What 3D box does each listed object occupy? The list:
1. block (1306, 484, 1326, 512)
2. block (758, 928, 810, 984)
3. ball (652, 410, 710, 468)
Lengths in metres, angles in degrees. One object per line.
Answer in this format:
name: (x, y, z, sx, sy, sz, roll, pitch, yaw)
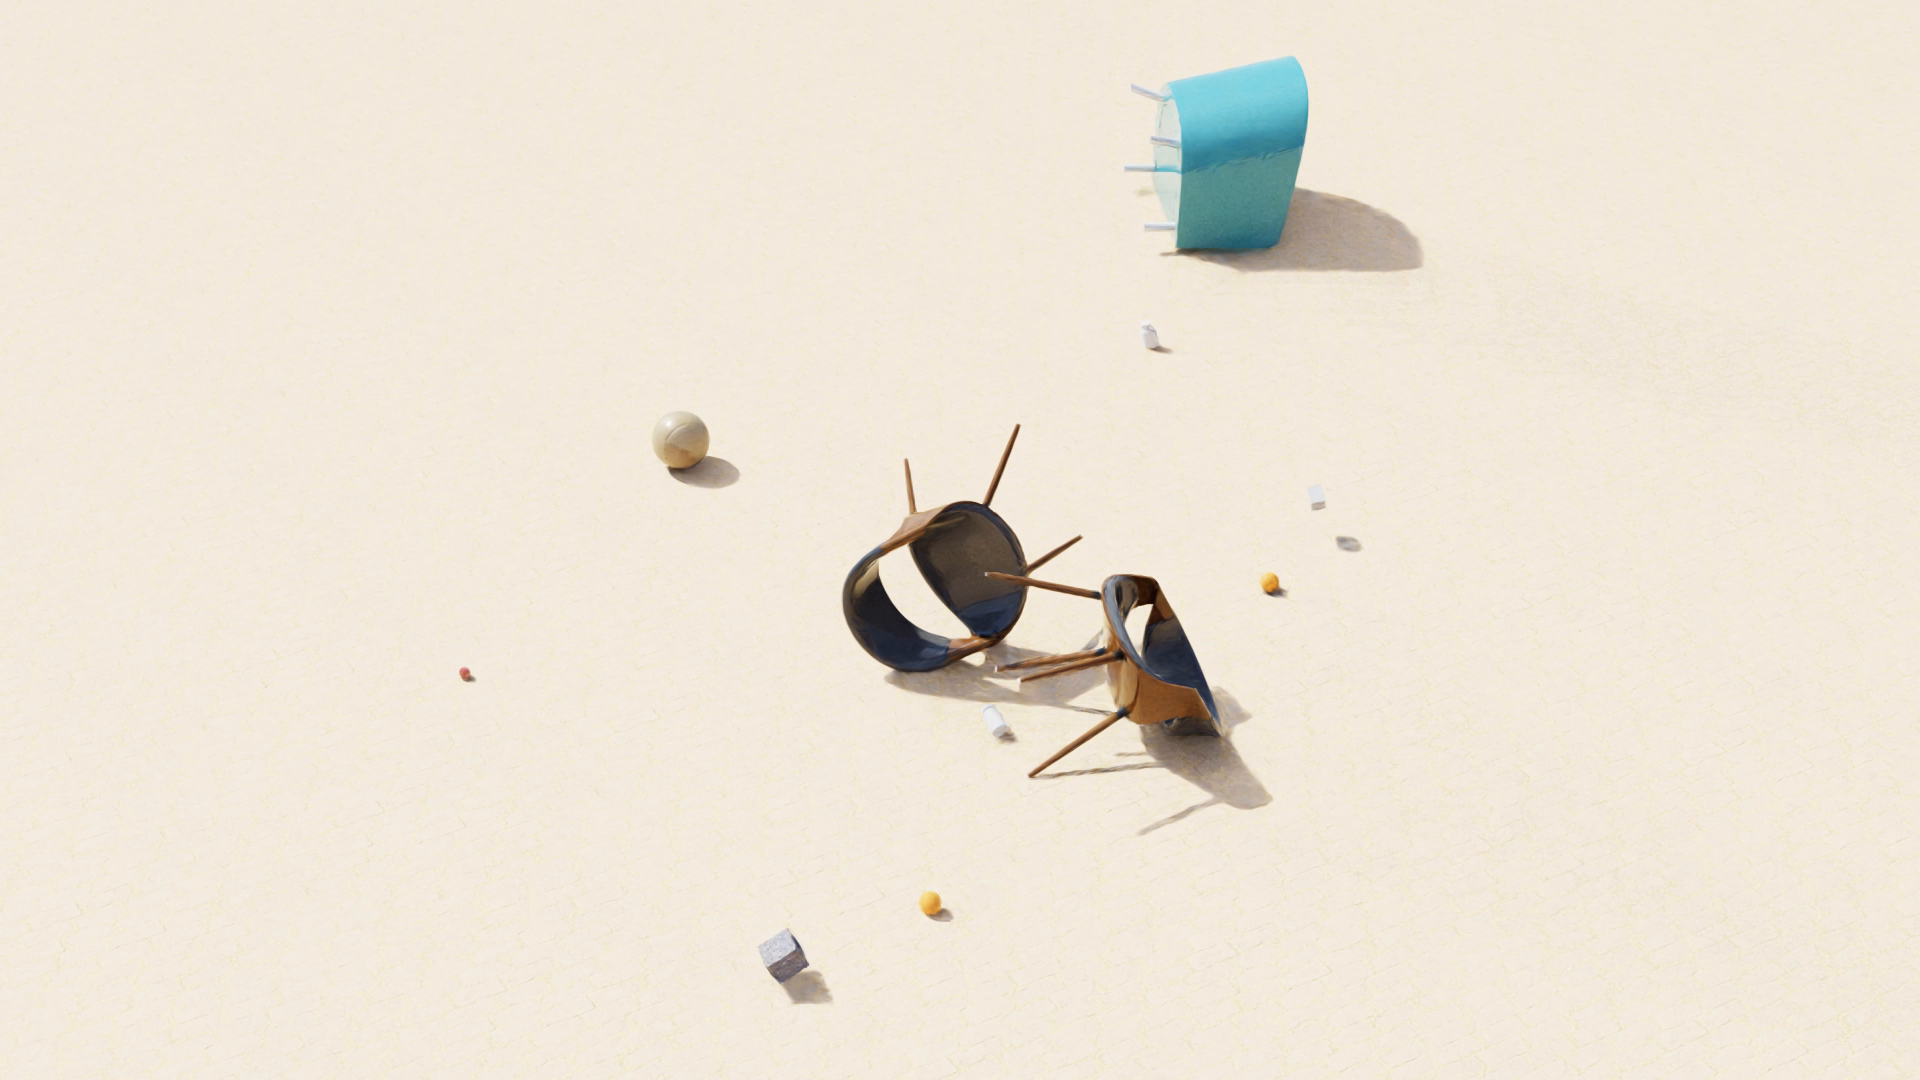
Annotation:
block: (1.324, -0.158, 10.894, 0.054, 0.048, 0.080, -12, 53, 2)
block: (-0.535, 1.259, 8.871, 0.107, 0.087, 0.100, -32, 38, 2)
ball: (-1.078, -0.388, 11.327, 0.226, 0.226, 0.226, 0, 33, 0)
